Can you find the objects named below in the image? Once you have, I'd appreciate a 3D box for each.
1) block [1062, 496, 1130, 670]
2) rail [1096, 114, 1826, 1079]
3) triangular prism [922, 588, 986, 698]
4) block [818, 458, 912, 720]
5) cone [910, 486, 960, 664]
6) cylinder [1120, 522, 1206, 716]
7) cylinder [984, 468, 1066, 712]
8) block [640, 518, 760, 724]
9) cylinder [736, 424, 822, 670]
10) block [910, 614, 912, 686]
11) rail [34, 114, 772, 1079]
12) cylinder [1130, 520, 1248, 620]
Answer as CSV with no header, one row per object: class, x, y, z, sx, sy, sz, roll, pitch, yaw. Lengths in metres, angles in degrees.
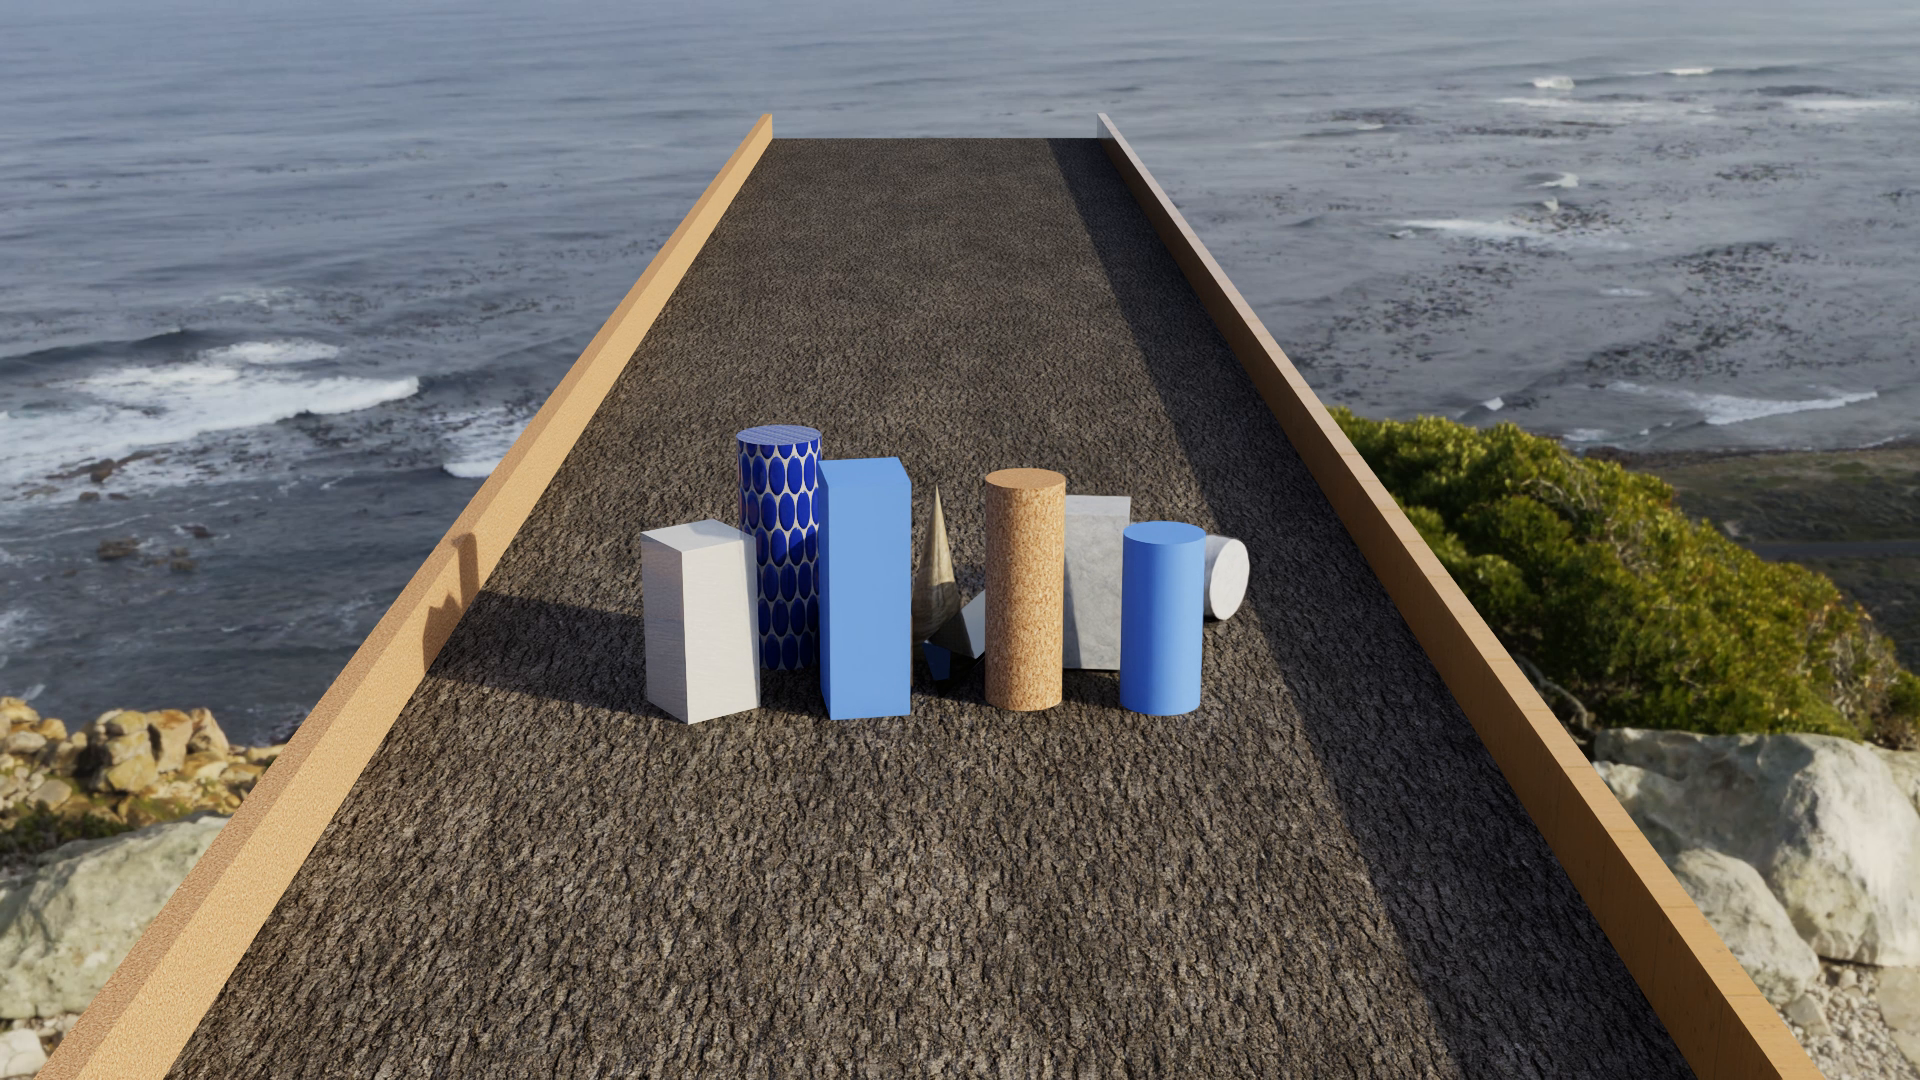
block,0.250,0.082,4.386,0.170,0.312,0.170,1,13,5
rail,0.932,-0.844,7.801,0.050,0.150,12.000,0,17,-1
triangular prism,0.029,0.179,4.365,0.097,0.112,0.385,45,25,3
block,-0.179,0.091,4.101,0.150,0.460,0.150,-3,20,-10
cone,-0.048,0.060,4.400,0.140,0.355,0.140,1,16,0
cylinder,0.381,0.147,4.147,0.154,0.335,0.154,0,17,0
cylinder,0.122,0.093,4.152,0.149,0.434,0.149,0,17,0
block,-0.487,0.151,4.133,0.156,0.334,0.156,-12,20,-35
cylinder,-0.355,0.014,4.374,0.167,0.459,0.167,0,17,0
block,-0.194,0.171,4.403,0.142,0.142,0.345,-3,17,-11
rail,-1.118,-0.838,7.780,0.050,0.150,12.000,0,17,-1
cylinder,0.420,0.055,4.739,0.362,0.172,0.172,11,20,33
